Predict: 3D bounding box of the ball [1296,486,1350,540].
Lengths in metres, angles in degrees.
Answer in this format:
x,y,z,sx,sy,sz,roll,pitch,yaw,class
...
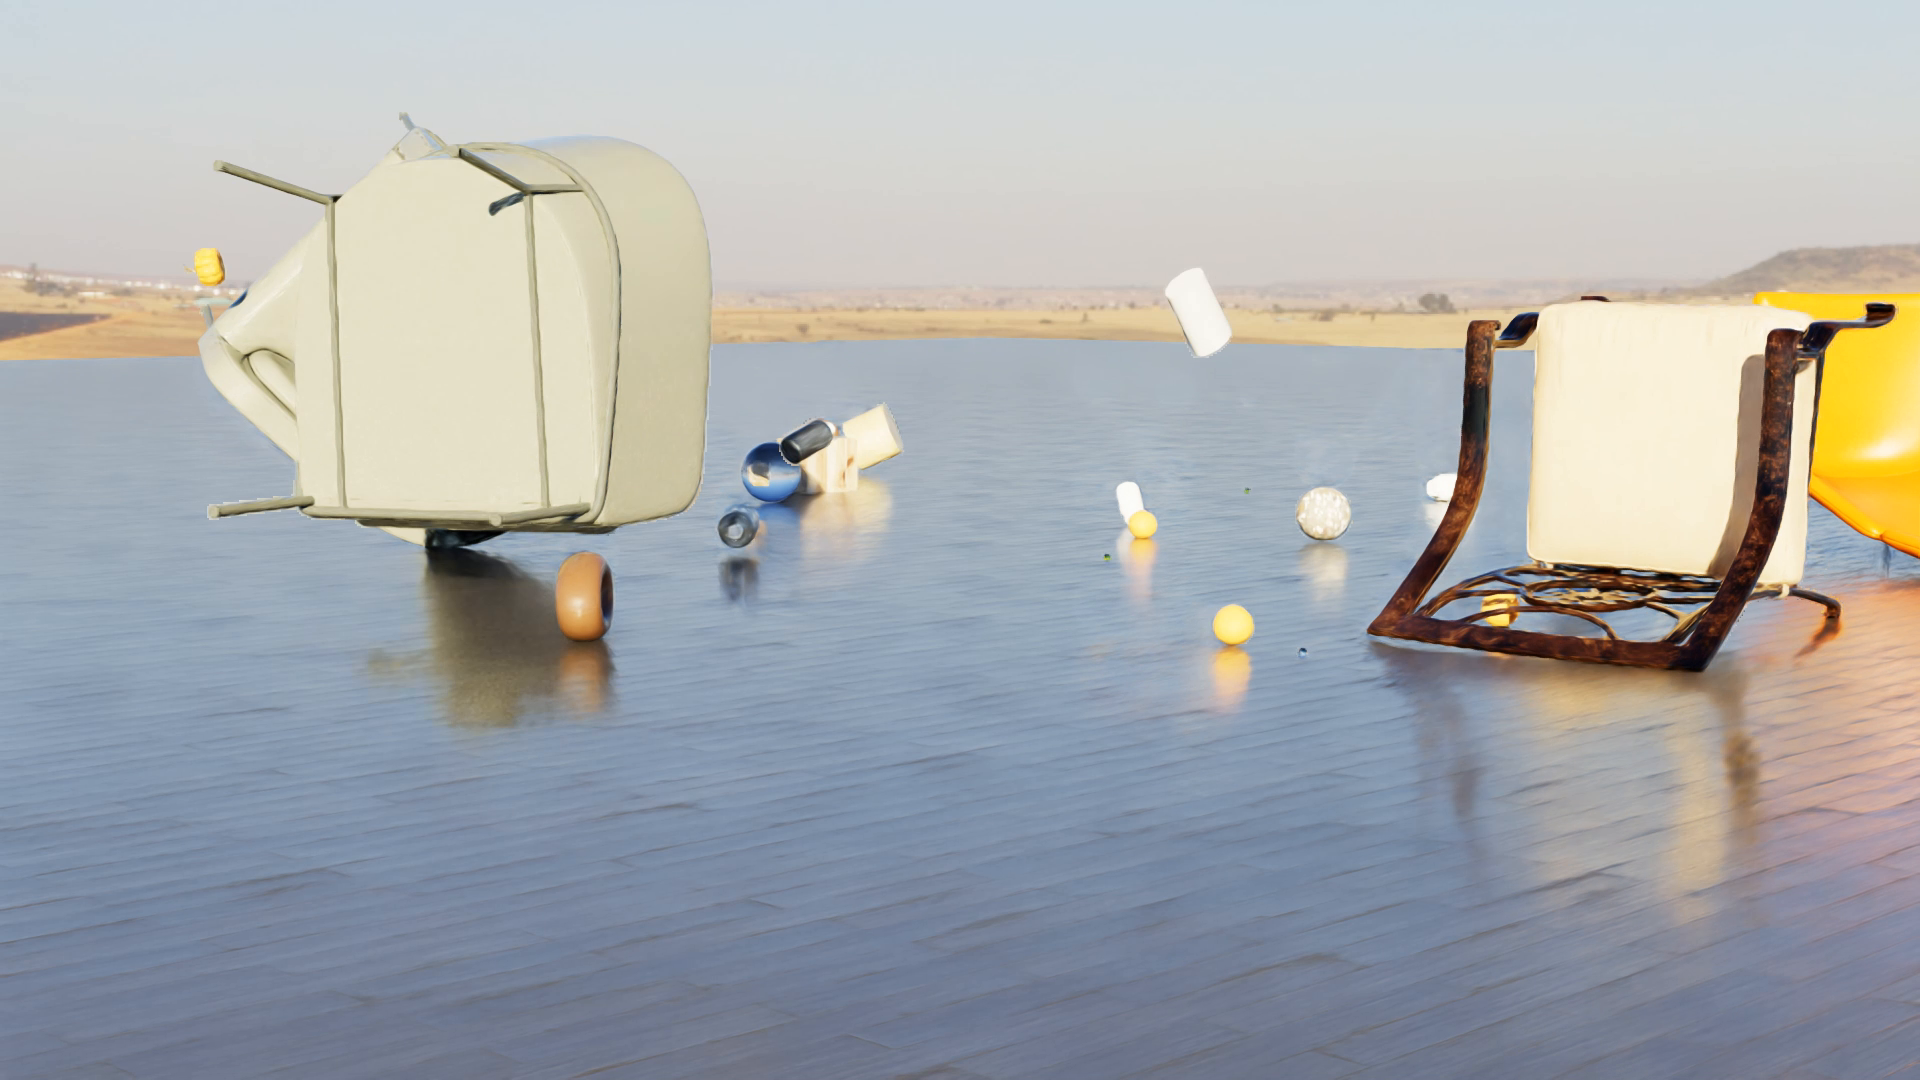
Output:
x,y,z,sx,sy,sz,roll,pitch,yaw,class
0.906,-0.065,6.391,0.134,0.134,0.134,0,6,0,ball

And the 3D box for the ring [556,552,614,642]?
x,y,z,sx,sy,sz,roll,pitch,yaw,class
-0.682,0.103,4.668,0.082,0.157,0.213,-3,19,2,ring

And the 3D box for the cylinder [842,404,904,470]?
x,y,z,sx,sy,sz,roll,pitch,yaw,class
-0.291,-0.342,8.569,0.148,0.180,0.128,-23,-19,10,cylinder

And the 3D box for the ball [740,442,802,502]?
x,y,z,sx,sy,sz,roll,pitch,yaw,class
-0.549,-0.197,7.463,0.177,0.177,0.177,0,6,0,ball

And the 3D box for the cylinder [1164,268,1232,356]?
x,y,z,sx,sy,sz,roll,pitch,yaw,class
0.612,-0.584,6.581,0.123,0.192,0.091,-45,34,-23,cylinder

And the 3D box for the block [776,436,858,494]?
x,y,z,sx,sy,sz,roll,pitch,yaw,class
-0.439,-0.233,7.884,0.190,0.161,0.165,-5,7,-37,block

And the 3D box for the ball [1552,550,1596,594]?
x,y,z,sx,sy,sz,roll,pitch,yaw,class
1.270,0.068,5.308,0.092,0.092,0.092,0,6,0,ball
